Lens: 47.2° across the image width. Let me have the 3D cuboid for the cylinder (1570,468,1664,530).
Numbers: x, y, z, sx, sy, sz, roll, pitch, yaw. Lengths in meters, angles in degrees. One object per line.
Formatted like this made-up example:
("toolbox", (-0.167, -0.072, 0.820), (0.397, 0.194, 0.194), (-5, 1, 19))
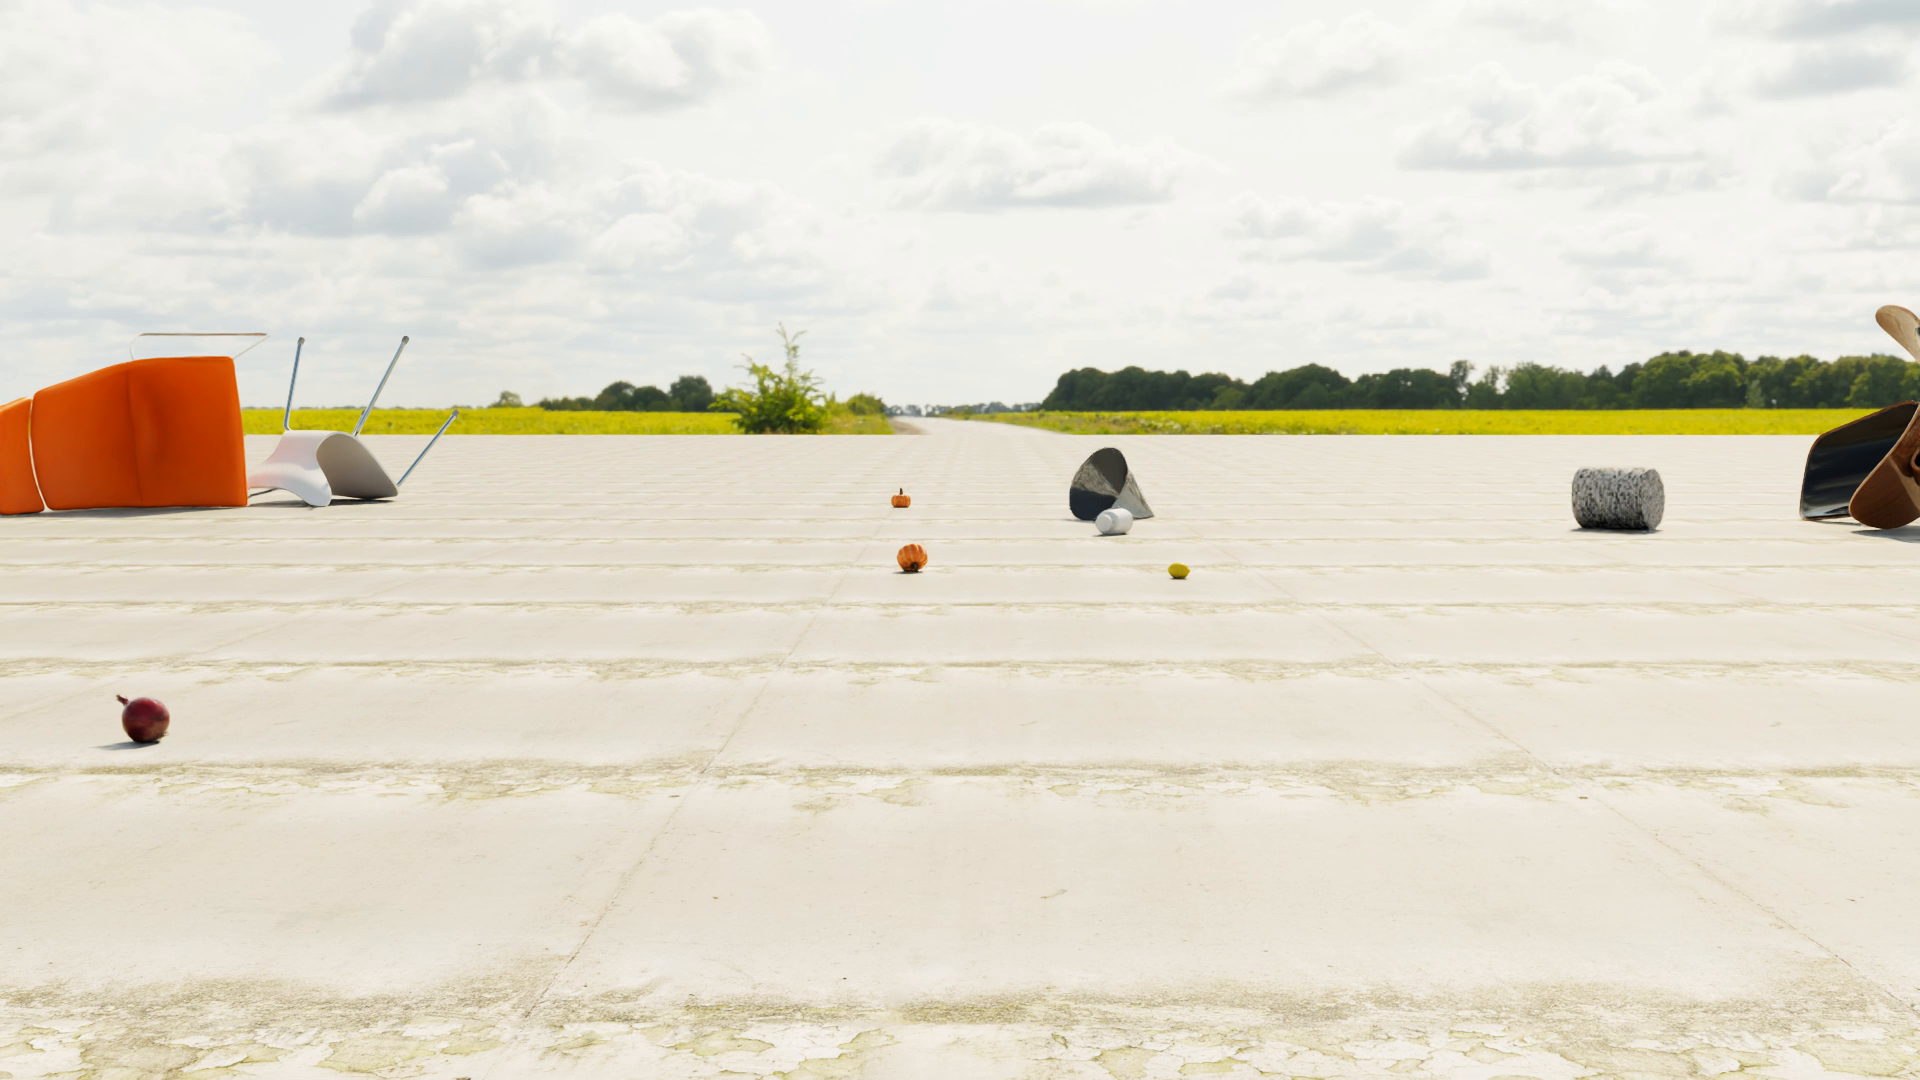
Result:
("cylinder", (2.117, -0.134, 7.077), (0.232, 0.185, 0.211), (3, -33, 39))

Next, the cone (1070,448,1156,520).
("cone", (0.578, -0.136, 7.624), (0.297, 0.273, 0.271), (28, -19, -35))
